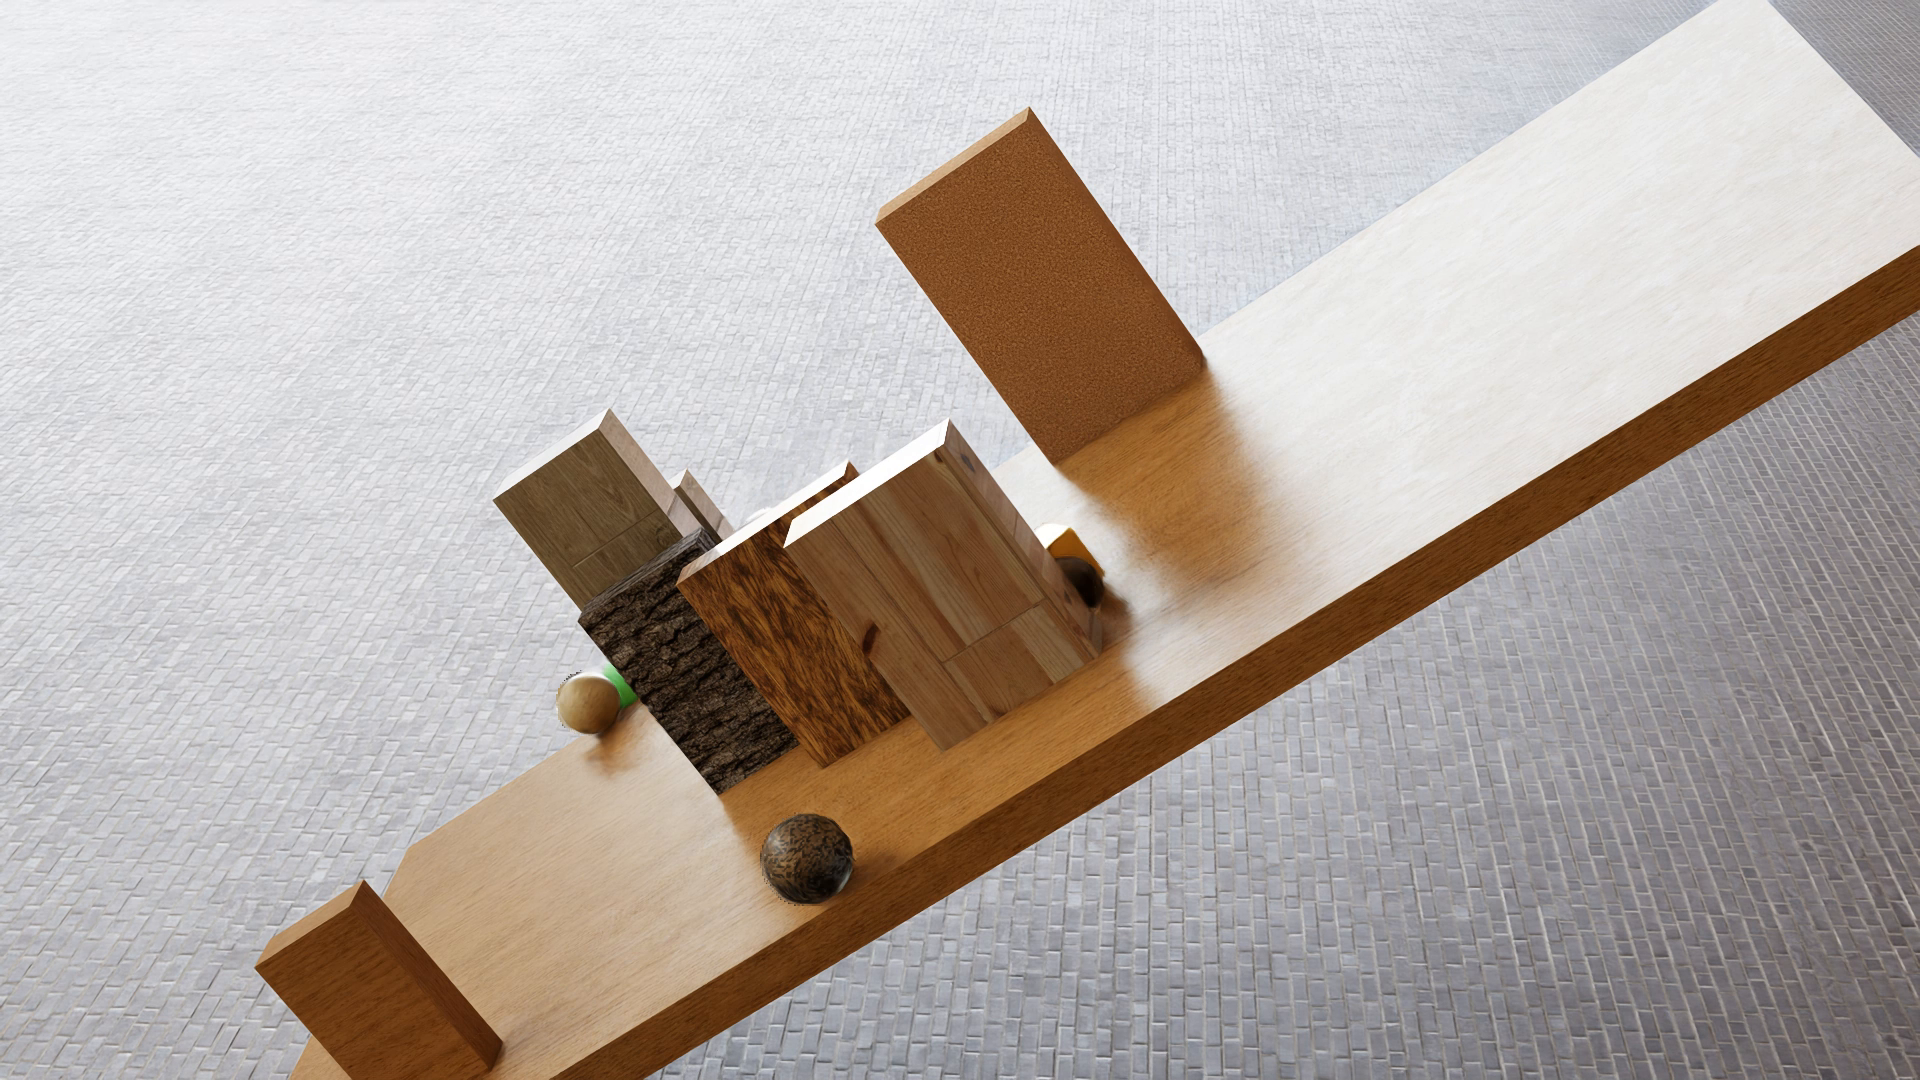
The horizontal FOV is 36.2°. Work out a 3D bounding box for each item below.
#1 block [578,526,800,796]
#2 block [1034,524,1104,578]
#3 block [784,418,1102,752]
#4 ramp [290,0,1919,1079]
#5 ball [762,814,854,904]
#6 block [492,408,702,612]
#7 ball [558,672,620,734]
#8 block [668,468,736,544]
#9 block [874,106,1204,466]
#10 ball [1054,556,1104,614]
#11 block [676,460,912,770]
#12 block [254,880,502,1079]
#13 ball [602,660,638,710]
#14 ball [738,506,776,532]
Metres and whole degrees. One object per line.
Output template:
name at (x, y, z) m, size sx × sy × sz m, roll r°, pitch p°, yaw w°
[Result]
block at (-0.543, 0.265, 6.392) m, size 0.322 × 0.502 × 0.107 m, roll -33°, pitch 16°, yaw 15°
block at (0.192, 0.059, 6.088) m, size 0.128 × 0.128 × 0.128 m, roll -41°, pitch 16°, yaw -16°
block at (-0.028, 0.091, 5.727) m, size 0.378 × 0.523 × 0.147 m, roll -33°, pitch 16°, yaw 15°
ramp at (0.135, 0.175, 6.308) m, size 4.000 × 0.100 × 2.000 m, roll -33°, pitch 16°, yaw 15°
ball at (-0.283, 0.595, 5.487) m, size 0.169 × 0.169 × 0.169 m, roll 0°, pitch 22°, yaw 0°
block at (-0.673, 0.113, 6.582) m, size 0.299 × 0.788 × 0.137 m, roll -33°, pitch 16°, yaw 15°
ball at (-0.943, 0.415, 7.486) m, size 0.158 × 0.158 × 0.158 m, roll 0°, pitch 22°, yaw 0°
block at (-0.600, 0.141, 6.820) m, size 0.304 × 0.535 × 0.109 m, roll -33°, pitch 16°, yaw 15°
block at (0.189, -0.588, 6.870) m, size 0.428 × 0.716 × 0.145 m, roll -33°, pitch 16°, yaw 15°
ball at (0.216, 0.105, 5.872) m, size 0.144 × 0.144 × 0.144 m, roll 0°, pitch 22°, yaw 0°
block at (-0.259, 0.159, 6.074) m, size 0.429 × 0.504 × 0.094 m, roll -33°, pitch 16°, yaw 15°
block at (-1.164, 0.934, 5.906) m, size 0.250 × 0.448 × 0.113 m, roll -33°, pitch 16°, yaw 15°
ball at (-0.853, 0.365, 7.687) m, size 0.164 × 0.164 × 0.164 m, roll 0°, pitch 22°, yaw 0°
ball at (-0.415, 0.022, 6.684) m, size 0.195 × 0.195 × 0.195 m, roll 0°, pitch 22°, yaw 0°
